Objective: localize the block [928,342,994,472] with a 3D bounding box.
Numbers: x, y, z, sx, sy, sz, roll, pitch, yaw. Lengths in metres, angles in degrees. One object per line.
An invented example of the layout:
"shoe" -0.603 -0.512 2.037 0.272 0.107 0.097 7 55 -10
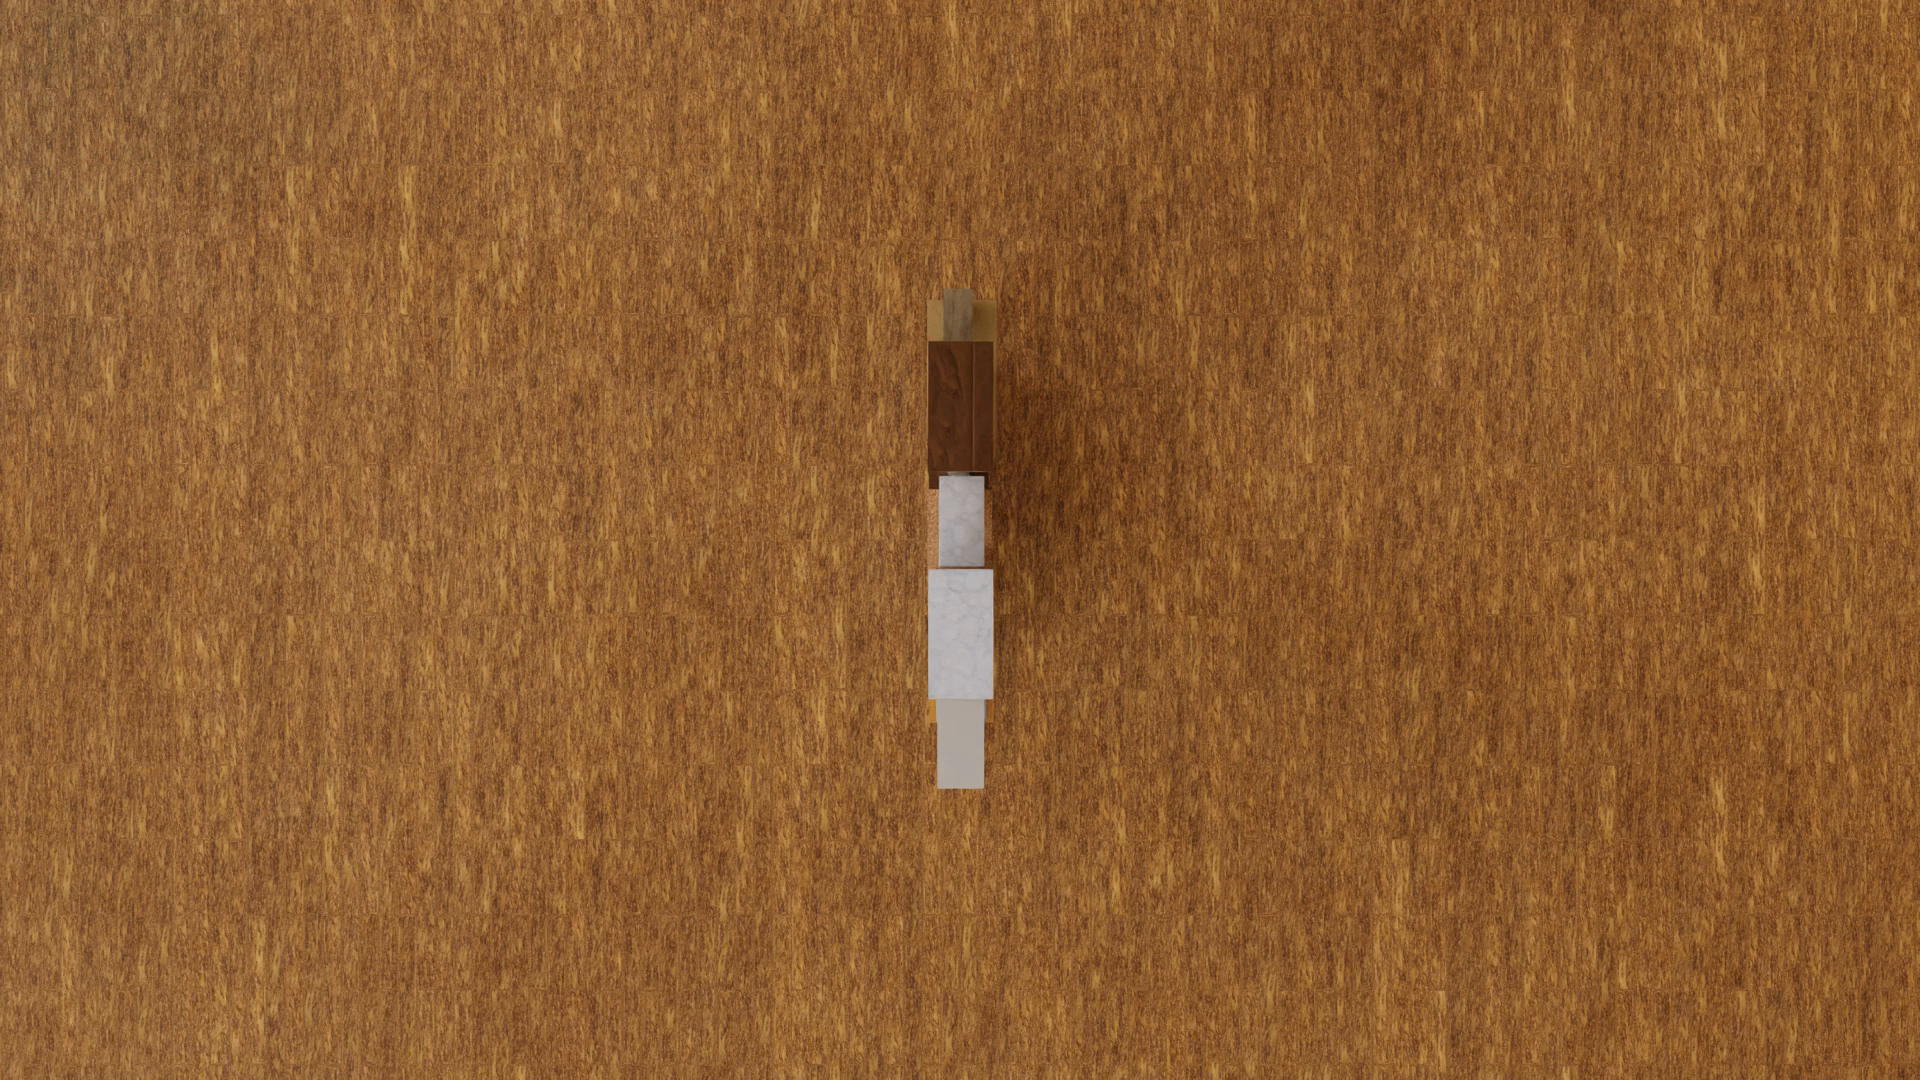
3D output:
"block" 0.001 -0.312 3.869 0.152 0.043 0.303 0 90 0

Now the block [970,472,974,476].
"block" 0.005 -0.160 4.747 0.076 0.021 0.151 0 90 0

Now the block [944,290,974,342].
"block" -0.004 -0.541 4.039 0.072 0.021 0.145 0 90 0

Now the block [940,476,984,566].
"block" 0.005 -0.045 4.026 0.110 0.031 0.220 0 90 0

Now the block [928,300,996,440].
"block" 0.005 -0.433 4.219 0.176 0.050 0.353 0 90 0

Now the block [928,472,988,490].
"block" -0.004 -0.280 4.935 0.179 0.051 0.357 0 90 0

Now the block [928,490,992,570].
"block" 0.000 0.037 4.285 0.168 0.048 0.336 0 90 0

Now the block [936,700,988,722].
"block" 0.005 0.345 4.356 0.135 0.038 0.269 0 90 0

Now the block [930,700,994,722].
"block" 0.004 0.334 4.670 0.180 0.051 0.360 0 90 0

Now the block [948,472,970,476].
"block" -0.001 -0.192 4.472 0.058 0.017 0.117 0 90 0

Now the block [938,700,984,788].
"block" 0.002 0.498 4.089 0.116 0.033 0.231 0 90 0

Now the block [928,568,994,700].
"block" 0.003 0.223 3.931 0.154 0.044 0.308 0 90 0
